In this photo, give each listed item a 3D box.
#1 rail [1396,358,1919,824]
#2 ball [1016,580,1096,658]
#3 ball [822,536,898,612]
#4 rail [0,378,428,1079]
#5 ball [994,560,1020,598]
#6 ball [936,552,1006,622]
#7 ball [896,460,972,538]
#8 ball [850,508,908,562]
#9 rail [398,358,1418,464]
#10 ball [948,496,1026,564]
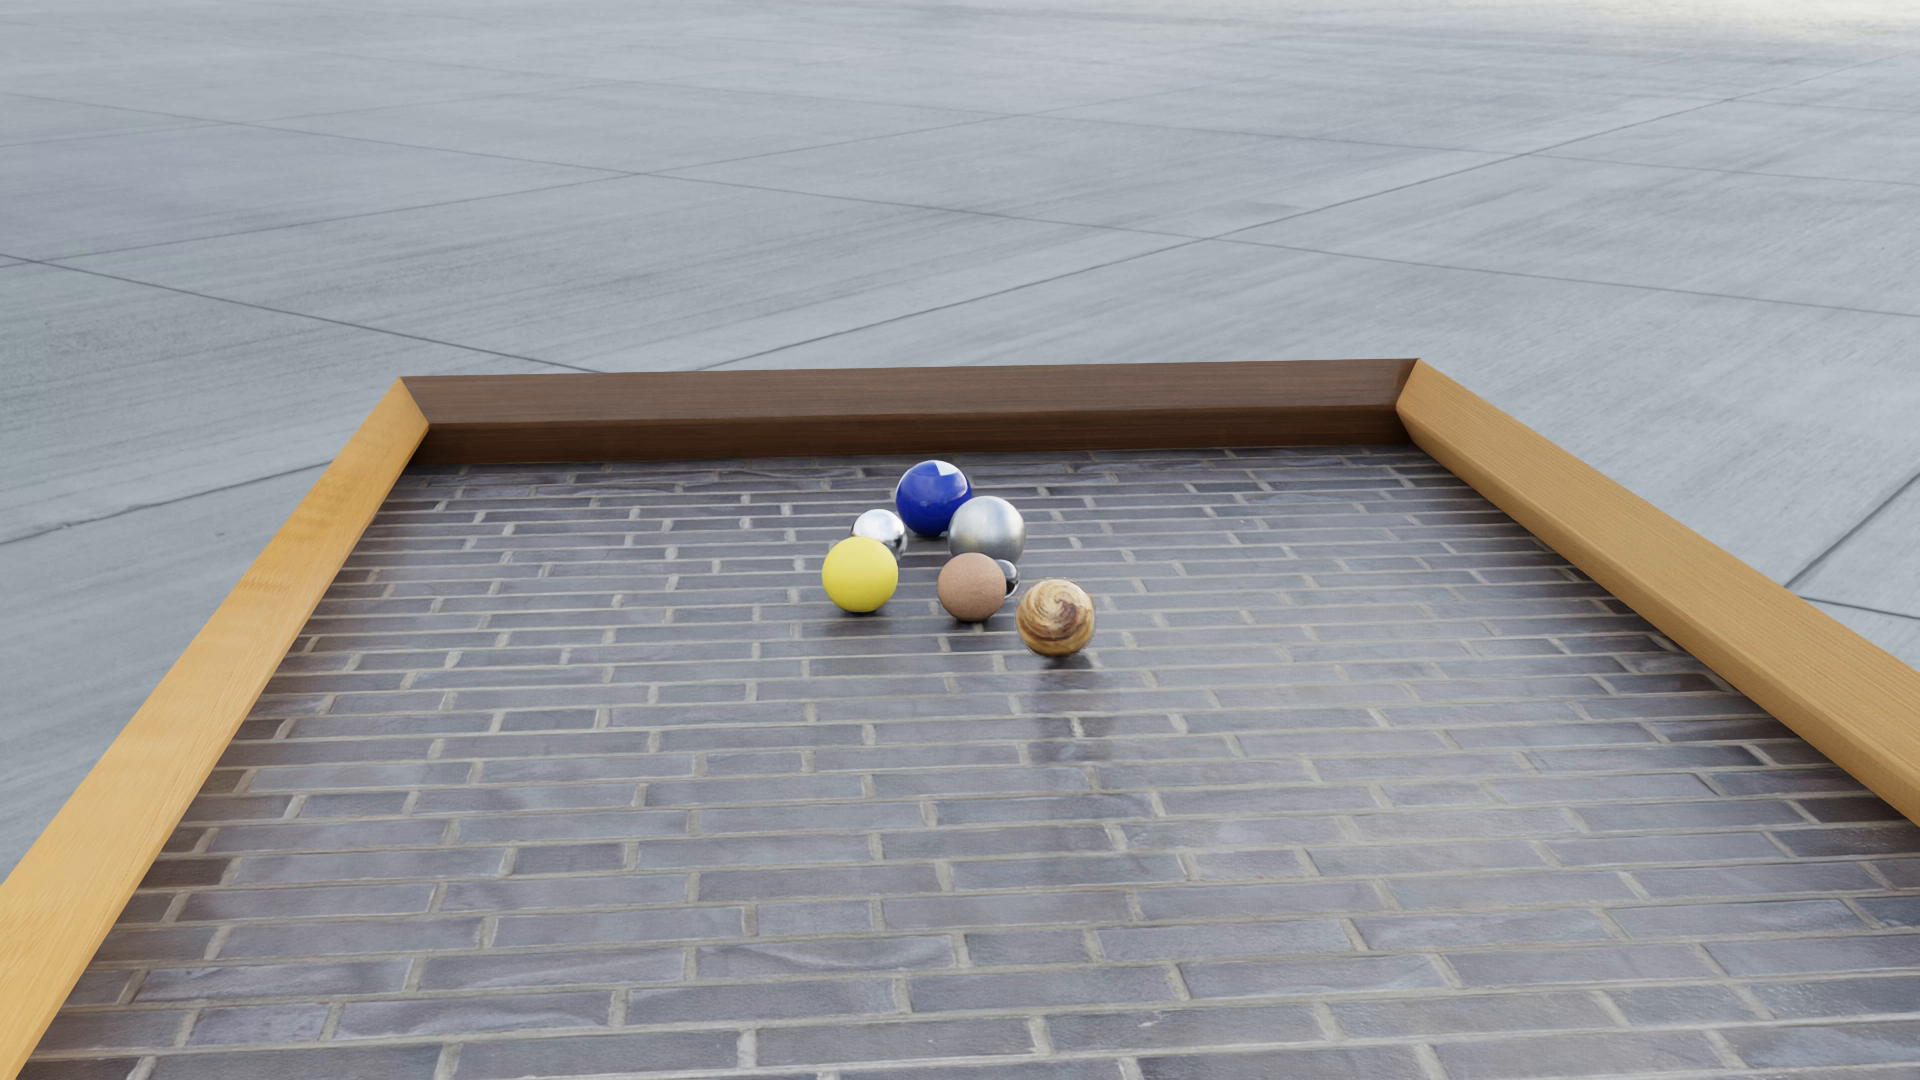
[{"bbox_3d":[0.782,0.124,2.091,0.045,0.128,2.525,-1,15,-5],"label":"rail"},{"bbox_3d":[0.101,0.083,2.326,0.084,0.084,0.084,0,15,0],"label":"ball"},{"bbox_3d":[-0.113,0.039,2.482,0.086,0.086,0.086,0,15,0],"label":"ball"},{"bbox_3d":[-0.663,0.160,1.959,0.045,0.128,2.525,-1,15,-5],"label":"rail"},{"bbox_3d":[0.046,0.045,2.536,0.046,0.046,0.046,0,15,0],"label":"ball"},{"bbox_3d":[0.013,0.053,2.450,0.078,0.078,0.078,0,15,0],"label":"ball"},{"bbox_3d":[-0.033,-0.052,2.791,0.098,0.098,0.098,0,15,0],"label":"ball"},{"bbox_3d":[-0.098,-0.002,2.660,0.071,0.071,0.071,0,15,0],"label":"ball"},{"bbox_3d":[-0.057,-0.185,3.214,1.499,0.128,0.045,-1,15,-5],"label":"rail"},{"bbox_3d":[0.032,-0.005,2.627,0.095,0.095,0.095,0,15,0],"label":"ball"}]
